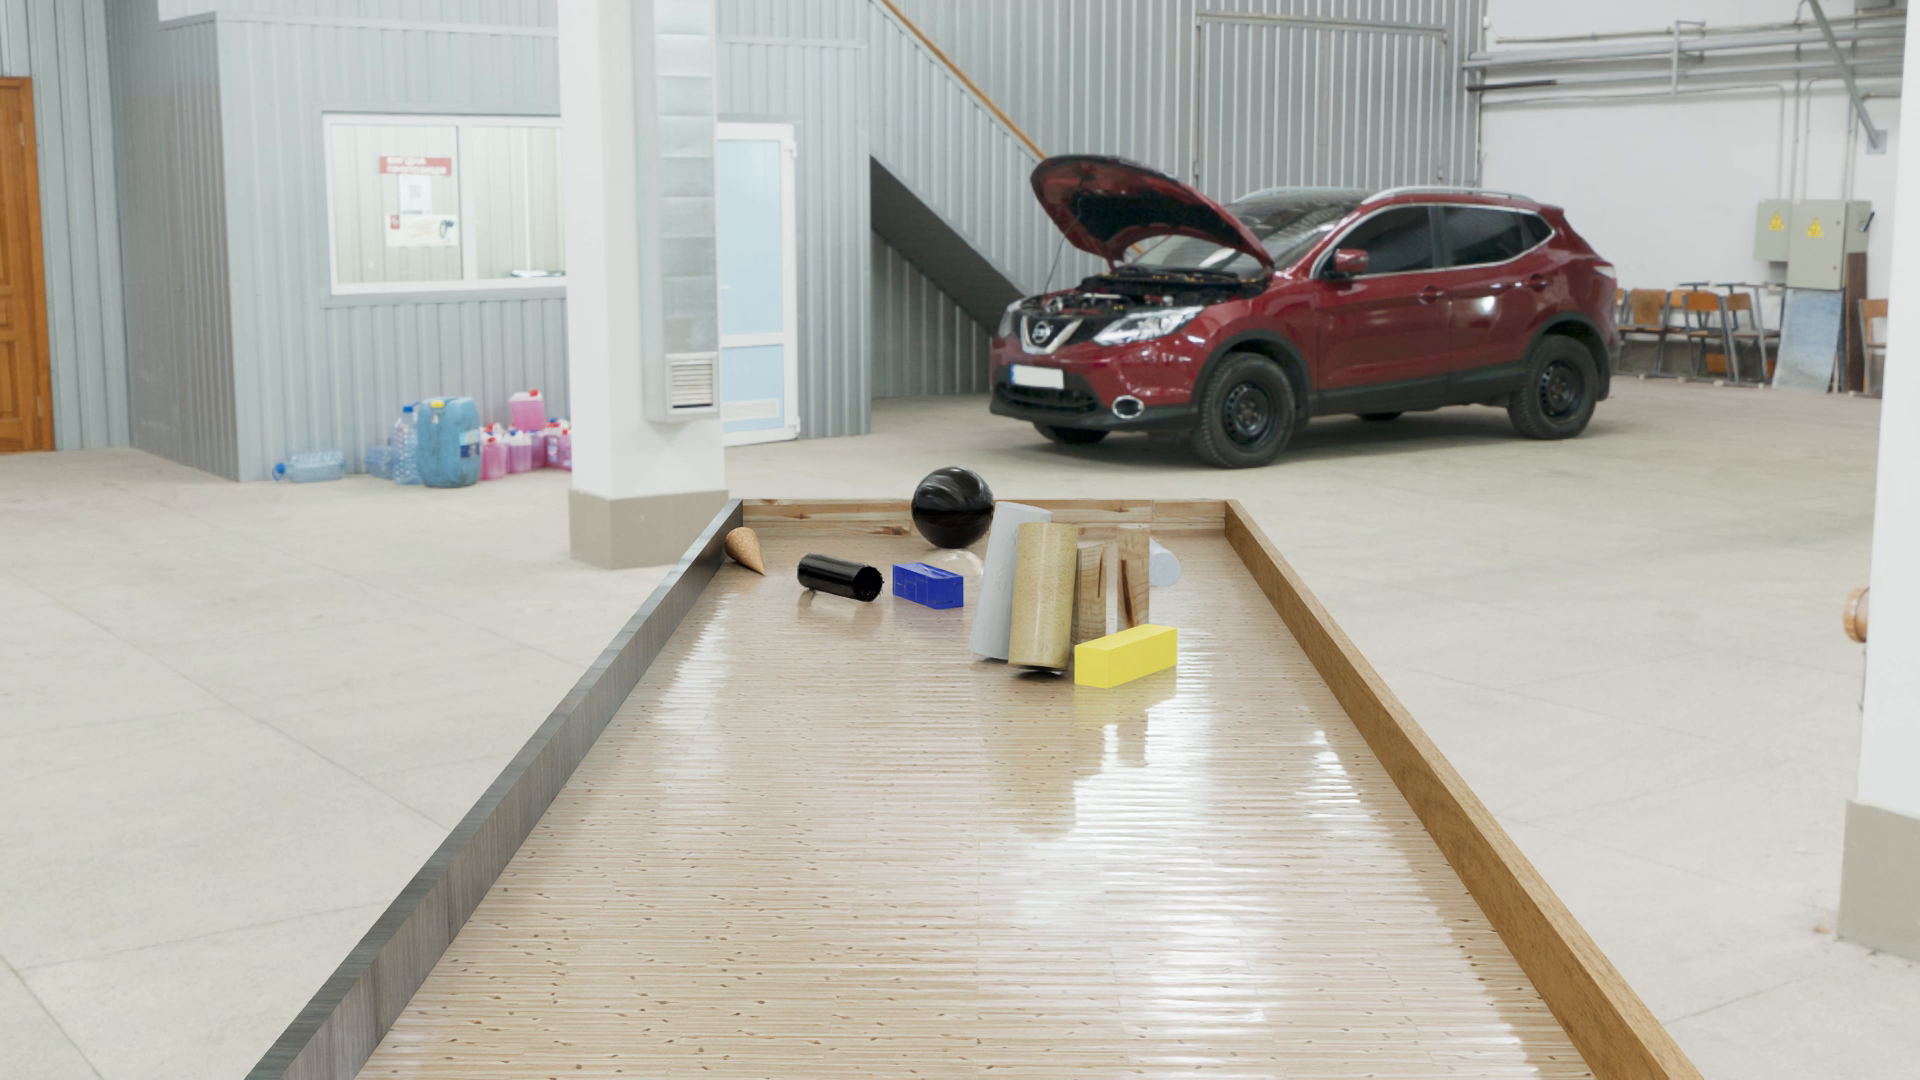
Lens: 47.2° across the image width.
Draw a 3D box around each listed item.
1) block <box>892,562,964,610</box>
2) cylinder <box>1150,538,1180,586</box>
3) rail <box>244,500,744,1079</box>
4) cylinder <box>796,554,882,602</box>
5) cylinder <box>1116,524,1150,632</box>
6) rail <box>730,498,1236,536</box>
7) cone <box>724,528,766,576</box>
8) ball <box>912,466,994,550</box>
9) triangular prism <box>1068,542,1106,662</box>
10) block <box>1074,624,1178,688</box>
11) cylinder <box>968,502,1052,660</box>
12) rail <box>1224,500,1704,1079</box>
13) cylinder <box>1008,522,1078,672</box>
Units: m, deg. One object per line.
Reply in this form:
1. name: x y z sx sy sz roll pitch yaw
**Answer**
1. block: -0.113 0.158 7.669 0.107 0.107 0.333 -5 10 -28
2. cylinder: 0.707 0.073 8.144 0.127 0.127 0.444 -1 9 -7
3. rail: -1.004 0.839 3.234 0.050 0.150 12.000 0 9 1
4. cylinder: -0.427 0.132 7.772 0.127 0.127 0.348 -7 11 -37
5. cylinder: 0.544 0.142 6.904 0.101 0.378 0.101 0 9 0
6. rail: 0.099 -0.098 9.147 2.100 0.150 0.050 0 9 1
7. cone: -0.782 0.075 8.322 0.137 0.137 0.370 -3 20 -19
8. ball: -0.029 -0.129 8.761 0.333 0.333 0.333 0 9 0
9. triangular prism: 0.355 0.186 6.698 0.121 0.355 0.139 7 11 38
10. block: 0.494 0.341 6.500 0.112 0.112 0.400 6 11 35
11. cylinder: 0.153 0.124 6.695 0.174 0.456 0.174 11 7 -1
12. rail: 1.046 0.843 3.208 0.050 0.150 12.000 0 9 1
13. cylinder: 0.246 0.169 6.489 0.178 0.420 0.178 5 -8 1
